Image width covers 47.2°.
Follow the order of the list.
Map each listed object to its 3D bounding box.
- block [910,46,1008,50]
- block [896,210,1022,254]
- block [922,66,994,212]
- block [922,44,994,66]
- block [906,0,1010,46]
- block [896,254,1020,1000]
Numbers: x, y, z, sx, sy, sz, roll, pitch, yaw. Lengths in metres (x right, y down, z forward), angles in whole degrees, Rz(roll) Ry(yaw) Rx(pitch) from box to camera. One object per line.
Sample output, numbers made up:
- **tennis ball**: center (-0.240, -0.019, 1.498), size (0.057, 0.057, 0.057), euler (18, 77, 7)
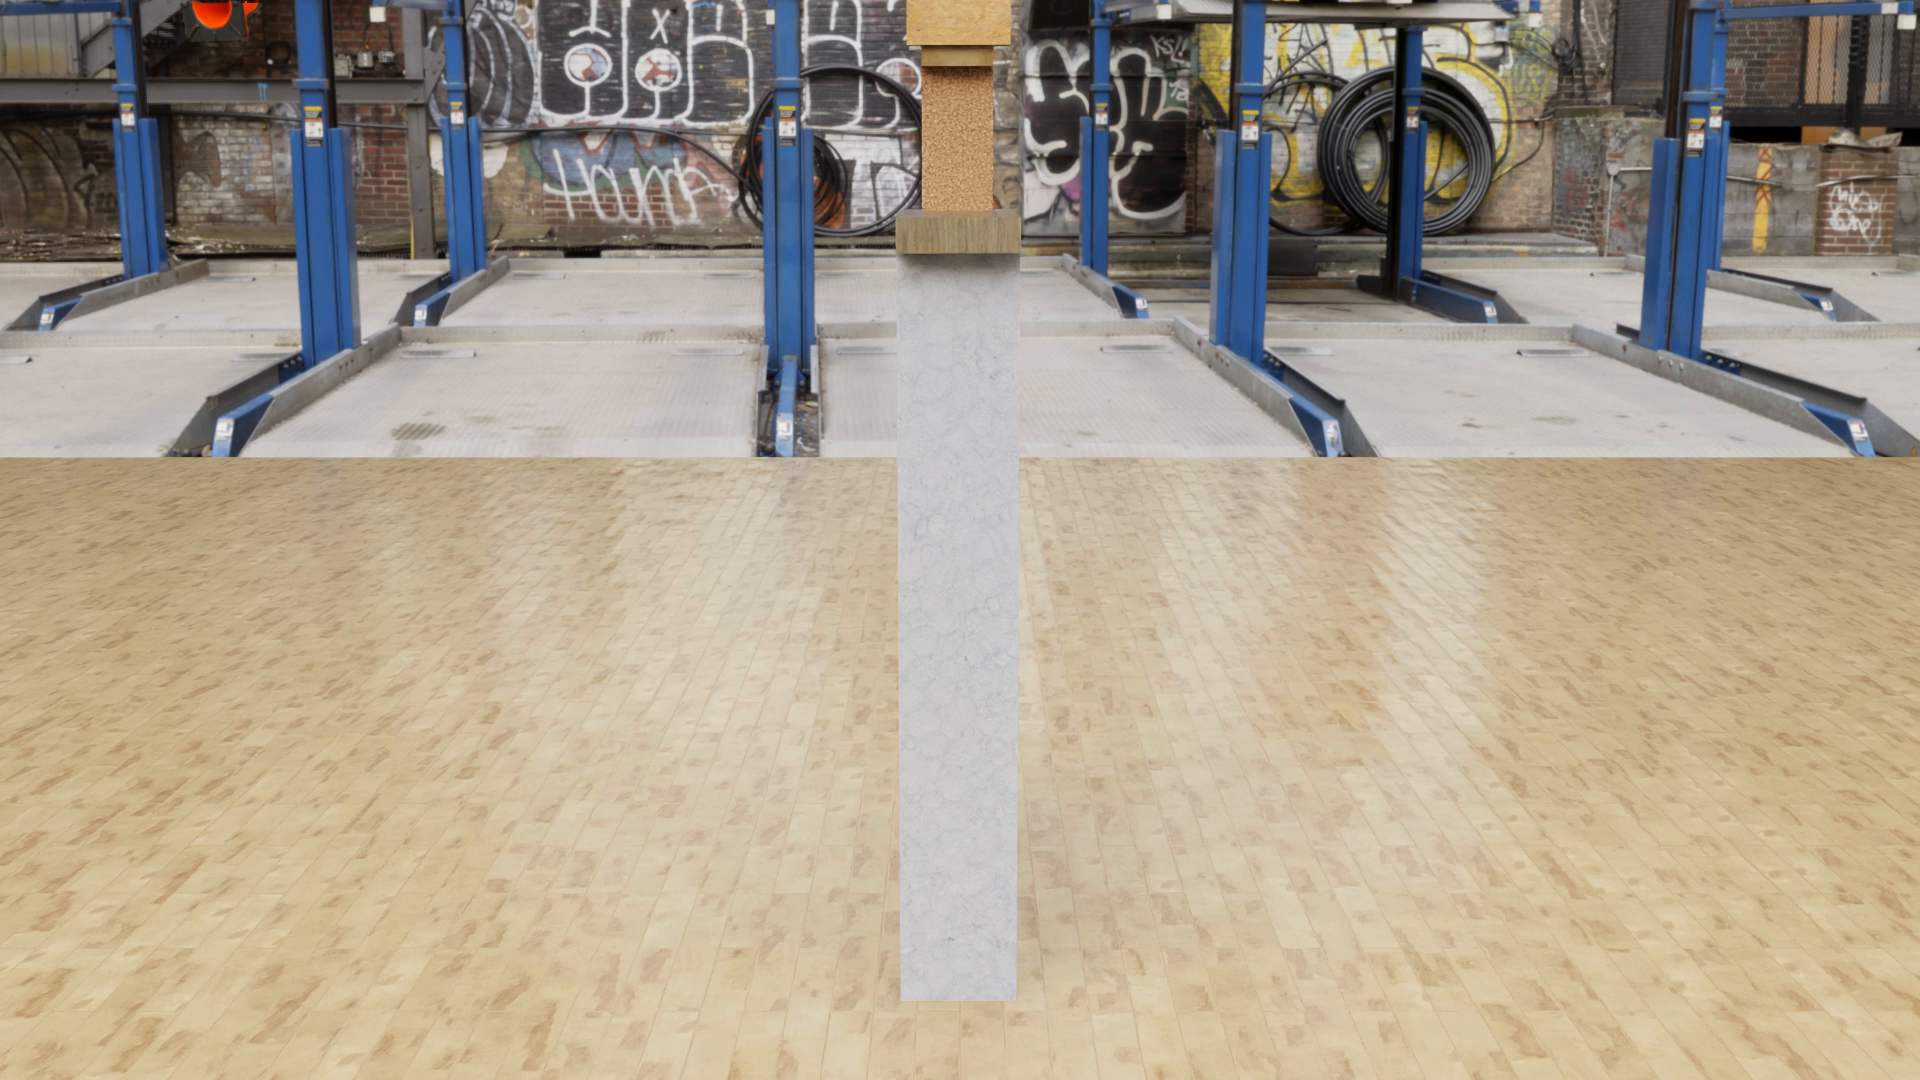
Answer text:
- **block**: center (-0.003, -0.898, 3.347), size (0.149, 0.299, 0.042), euler (0, 10, 0)
- **block**: center (-0.002, -0.444, 3.151), size (0.170, 0.048, 0.340), euler (0, 10, 0)
- **block**: center (-0.004, -0.588, 3.224), size (0.104, 0.208, 0.029), euler (0, 10, 0)
- **block**: center (-0.004, -0.717, 3.270), size (0.104, 0.029, 0.208), euler (0, 11, 0)
- **block**: center (-0.002, -0.862, 3.151), size (0.149, 0.299, 0.042), euler (0, 11, 0)
- **block**: center (-0.002, 0.135, 3.143), size (0.170, 1.087, 0.048), euler (0, 11, 0)
